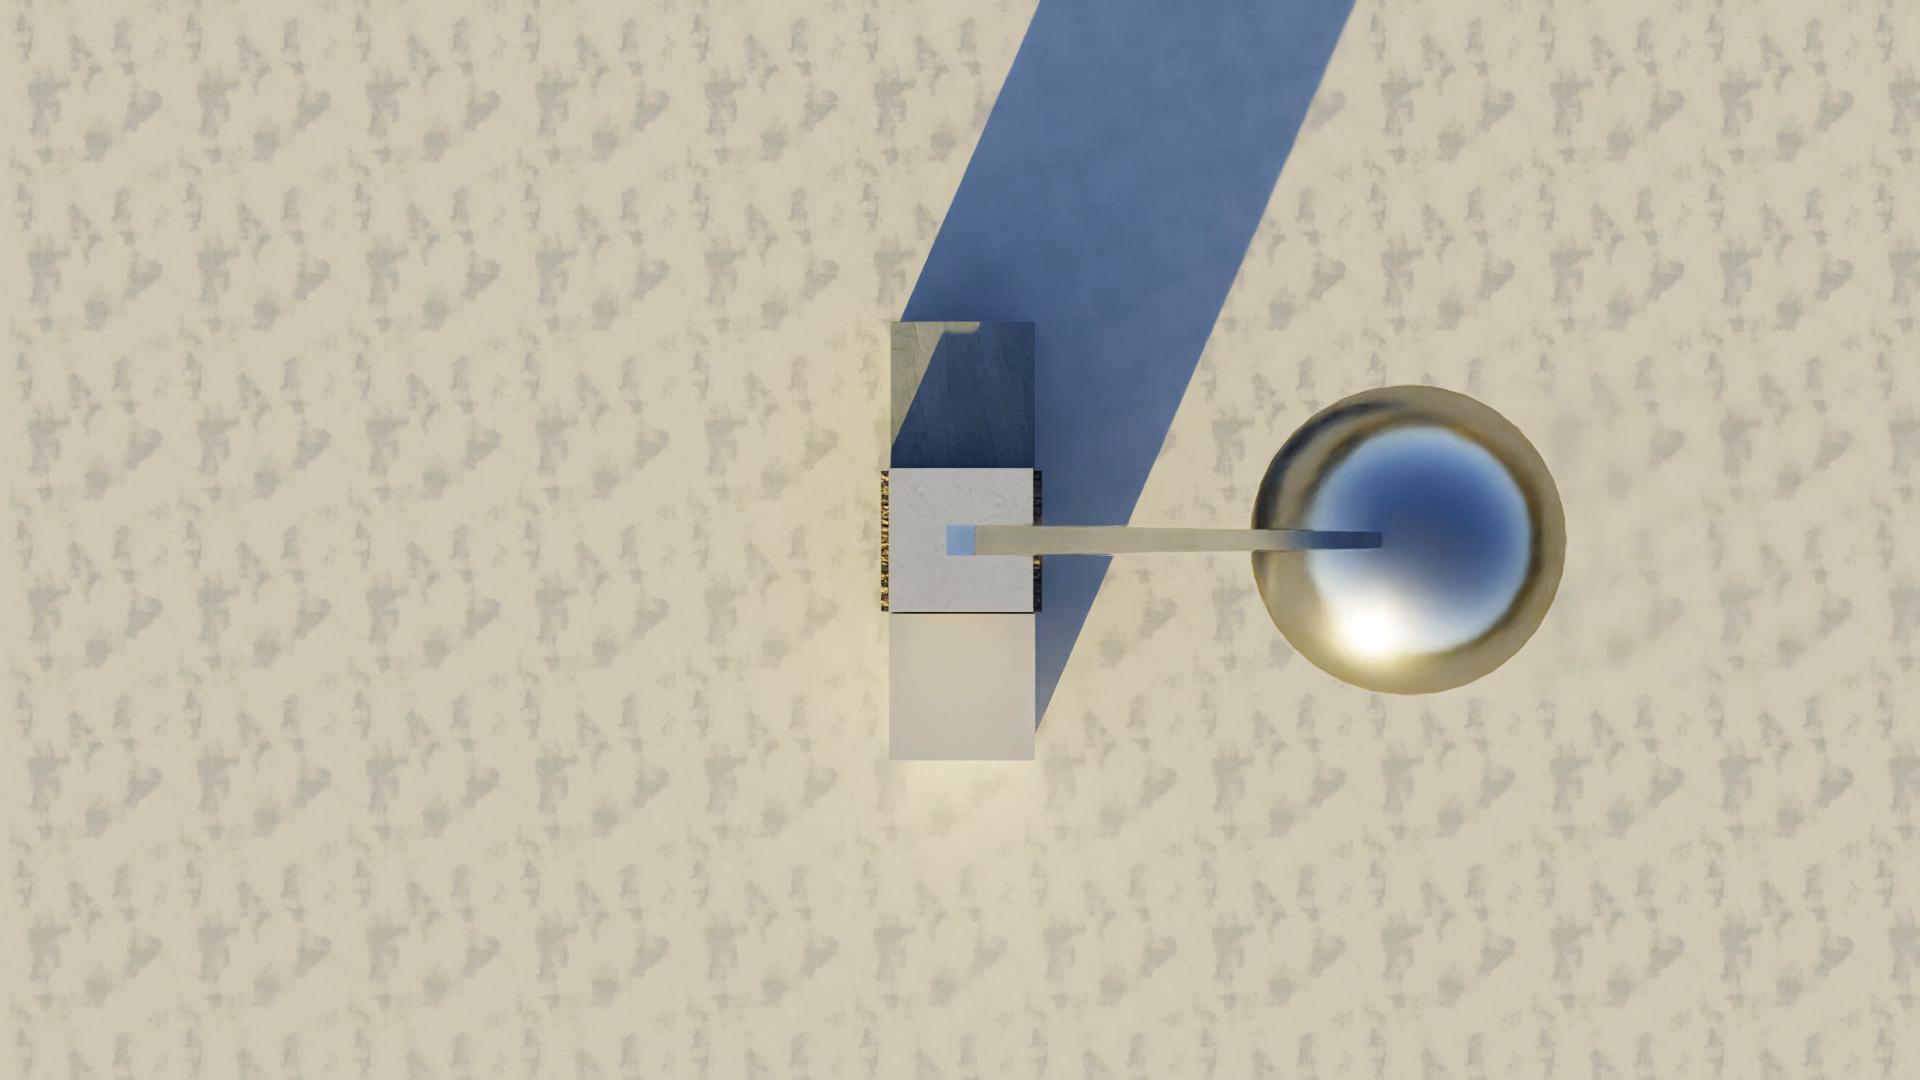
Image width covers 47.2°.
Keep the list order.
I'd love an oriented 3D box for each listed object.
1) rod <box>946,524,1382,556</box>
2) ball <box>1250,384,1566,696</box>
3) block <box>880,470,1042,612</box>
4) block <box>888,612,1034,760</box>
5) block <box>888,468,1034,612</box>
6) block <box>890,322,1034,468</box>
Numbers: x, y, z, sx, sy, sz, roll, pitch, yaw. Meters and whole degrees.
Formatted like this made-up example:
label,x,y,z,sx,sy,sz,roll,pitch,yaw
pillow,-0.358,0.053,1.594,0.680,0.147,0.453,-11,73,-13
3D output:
label,x,y,z,sx,sy,sz,roll,pitch,yaw
rod,0.994,0.000,8.181,0.080,5.200,0.080,0,90,22
ball,2.295,0.000,11.322,1.600,1.600,1.600,0,90,0
block,0.008,0.007,12.599,0.893,0.803,0.782,0,90,0
block,0.011,0.814,12.581,0.808,0.838,0.813,0,90,0
block,0.005,0.000,11.308,0.718,0.688,0.716,0,90,0
block,0.015,-0.807,12.652,0.809,0.696,0.827,0,90,0
